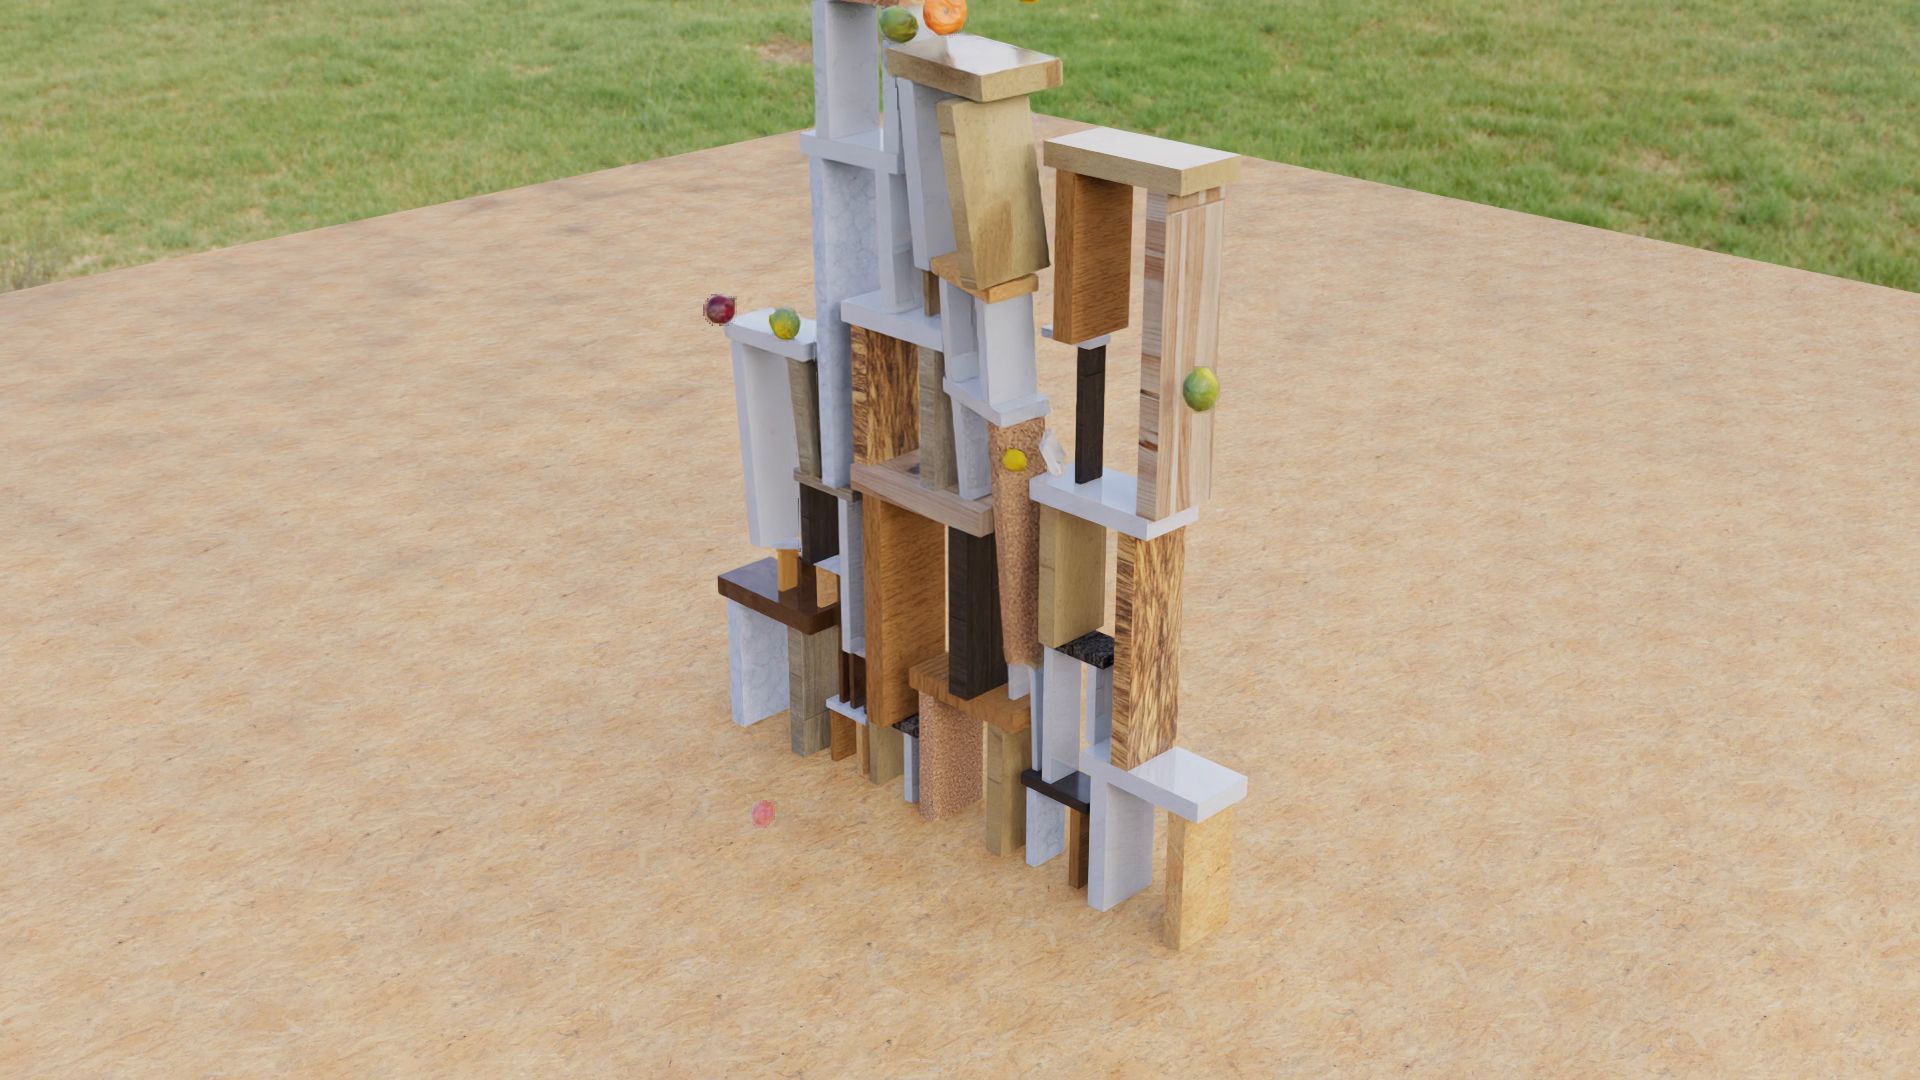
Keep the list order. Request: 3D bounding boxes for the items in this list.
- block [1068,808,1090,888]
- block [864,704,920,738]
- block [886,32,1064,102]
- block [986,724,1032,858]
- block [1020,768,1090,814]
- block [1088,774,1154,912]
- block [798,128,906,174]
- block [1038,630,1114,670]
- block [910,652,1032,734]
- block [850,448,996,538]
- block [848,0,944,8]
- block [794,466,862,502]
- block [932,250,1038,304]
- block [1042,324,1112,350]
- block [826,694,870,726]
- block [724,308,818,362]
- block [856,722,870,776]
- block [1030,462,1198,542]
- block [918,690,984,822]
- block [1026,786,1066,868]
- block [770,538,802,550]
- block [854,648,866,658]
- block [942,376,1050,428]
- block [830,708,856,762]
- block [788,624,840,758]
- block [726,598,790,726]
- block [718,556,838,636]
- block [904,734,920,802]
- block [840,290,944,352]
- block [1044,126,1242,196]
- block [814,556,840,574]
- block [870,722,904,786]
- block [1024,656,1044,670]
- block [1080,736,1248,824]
[{"bbox_3d":[0.246,0.573,4.193,0.024,0.169,0.085,21,31,41],"label":"block"},{"bbox_3d":[-0.115,0.357,4.494,0.077,0.022,0.155,-21,31,-41],"label":"block"},{"bbox_3d":[0.021,-0.812,3.768,0.159,0.045,0.319,-18,28,-26],"label":"block"},{"bbox_3d":[0.116,0.465,4.302,0.141,0.283,0.040,-21,31,-41],"label":"block"},{"bbox_3d":[0.206,0.469,4.192,0.085,0.024,0.169,-21,31,-41],"label":"block"},{"bbox_3d":[0.303,0.545,4.121,0.039,0.278,0.139,21,31,41],"label":"block"},{"bbox_3d":[-0.161,-0.730,4.090,0.264,0.037,0.132,20,30,40],"label":"block"},{"bbox_3d":[0.230,0.191,4.057,0.160,0.023,0.080,21,31,41],"label":"block"},{"bbox_3d":[0.050,0.291,4.300,0.283,0.040,0.141,21,31,41],"label":"block"},{"bbox_3d":[-0.026,-0.100,4.209,0.350,0.050,0.175,21,31,40],"label":"block"},{"bbox_3d":[-0.155,-0.998,3.963,0.259,0.037,0.130,20,30,39],"label":"block"},{"bbox_3d":[-0.244,-0.122,4.430,0.088,0.025,0.175,-21,31,-40],"label":"block"},{"bbox_3d":[0.043,-0.468,3.872,0.099,0.028,0.198,-19,31,-25],"label":"block"},{"bbox_3d":[0.203,-0.359,3.850,0.113,0.016,0.057,21,31,41],"label":"block"},{"bbox_3d":[-0.217,0.351,4.601,0.121,0.017,0.061,21,31,41],"label":"block"},{"bbox_3d":[-0.350,-0.414,4.415,0.122,0.035,0.244,-22,30,-40],"label":"block"},{"bbox_3d":[-0.188,0.426,4.602,0.017,0.122,0.061,21,31,41],"label":"block"},{"bbox_3d":[0.271,-0.073,3.894,0.276,0.039,0.138,21,31,41],"label":"block"},{"bbox_3d":[-0.017,0.413,4.425,0.040,0.283,0.141,21,31,41],"label":"block"},{"bbox_3d":[0.167,0.542,4.267,0.024,0.169,0.085,21,31,41],"label":"block"},{"bbox_3d":[-0.347,0.008,4.589,0.047,0.013,0.095,-21,15,-41],"label":"block"},{"bbox_3d":[-0.187,0.227,4.521,0.046,0.013,0.092,-21,31,-41],"label":"block"},{"bbox_3d":[0.065,-0.262,3.964,0.102,0.029,0.204,-18,31,-25],"label":"block"},{"bbox_3d":[-0.245,0.403,4.655,0.017,0.122,0.061,21,31,41],"label":"block"},{"bbox_3d":[-0.293,0.300,4.674,0.042,0.297,0.149,21,31,41],"label":"block"},{"bbox_3d":[-0.433,0.245,4.803,0.042,0.297,0.148,21,31,41],"label":"block"},{"bbox_3d":[-0.362,0.116,4.672,0.148,0.042,0.297,-21,31,-41],"label":"block"},{"bbox_3d":[-0.079,0.453,4.495,0.077,0.155,0.022,-21,31,-41],"label":"block"},{"bbox_3d":[-0.077,-0.416,4.126,0.279,0.040,0.139,21,31,41],"label":"block"},{"bbox_3d":[0.299,-0.629,3.642,0.150,0.043,0.301,-21,31,-40],"label":"block"},{"bbox_3d":[-0.254,0.050,4.522,0.092,0.013,0.046,21,31,41],"label":"block"},{"bbox_3d":[-0.151,0.424,4.563,0.077,0.155,0.022,-21,31,-41],"label":"block"},{"bbox_3d":[0.132,0.214,4.163,0.048,0.014,0.095,-22,32,-31],"label":"block"},{"bbox_3d":[0.369,0.424,3.999,0.139,0.039,0.278,-21,31,-41],"label":"block"}]
